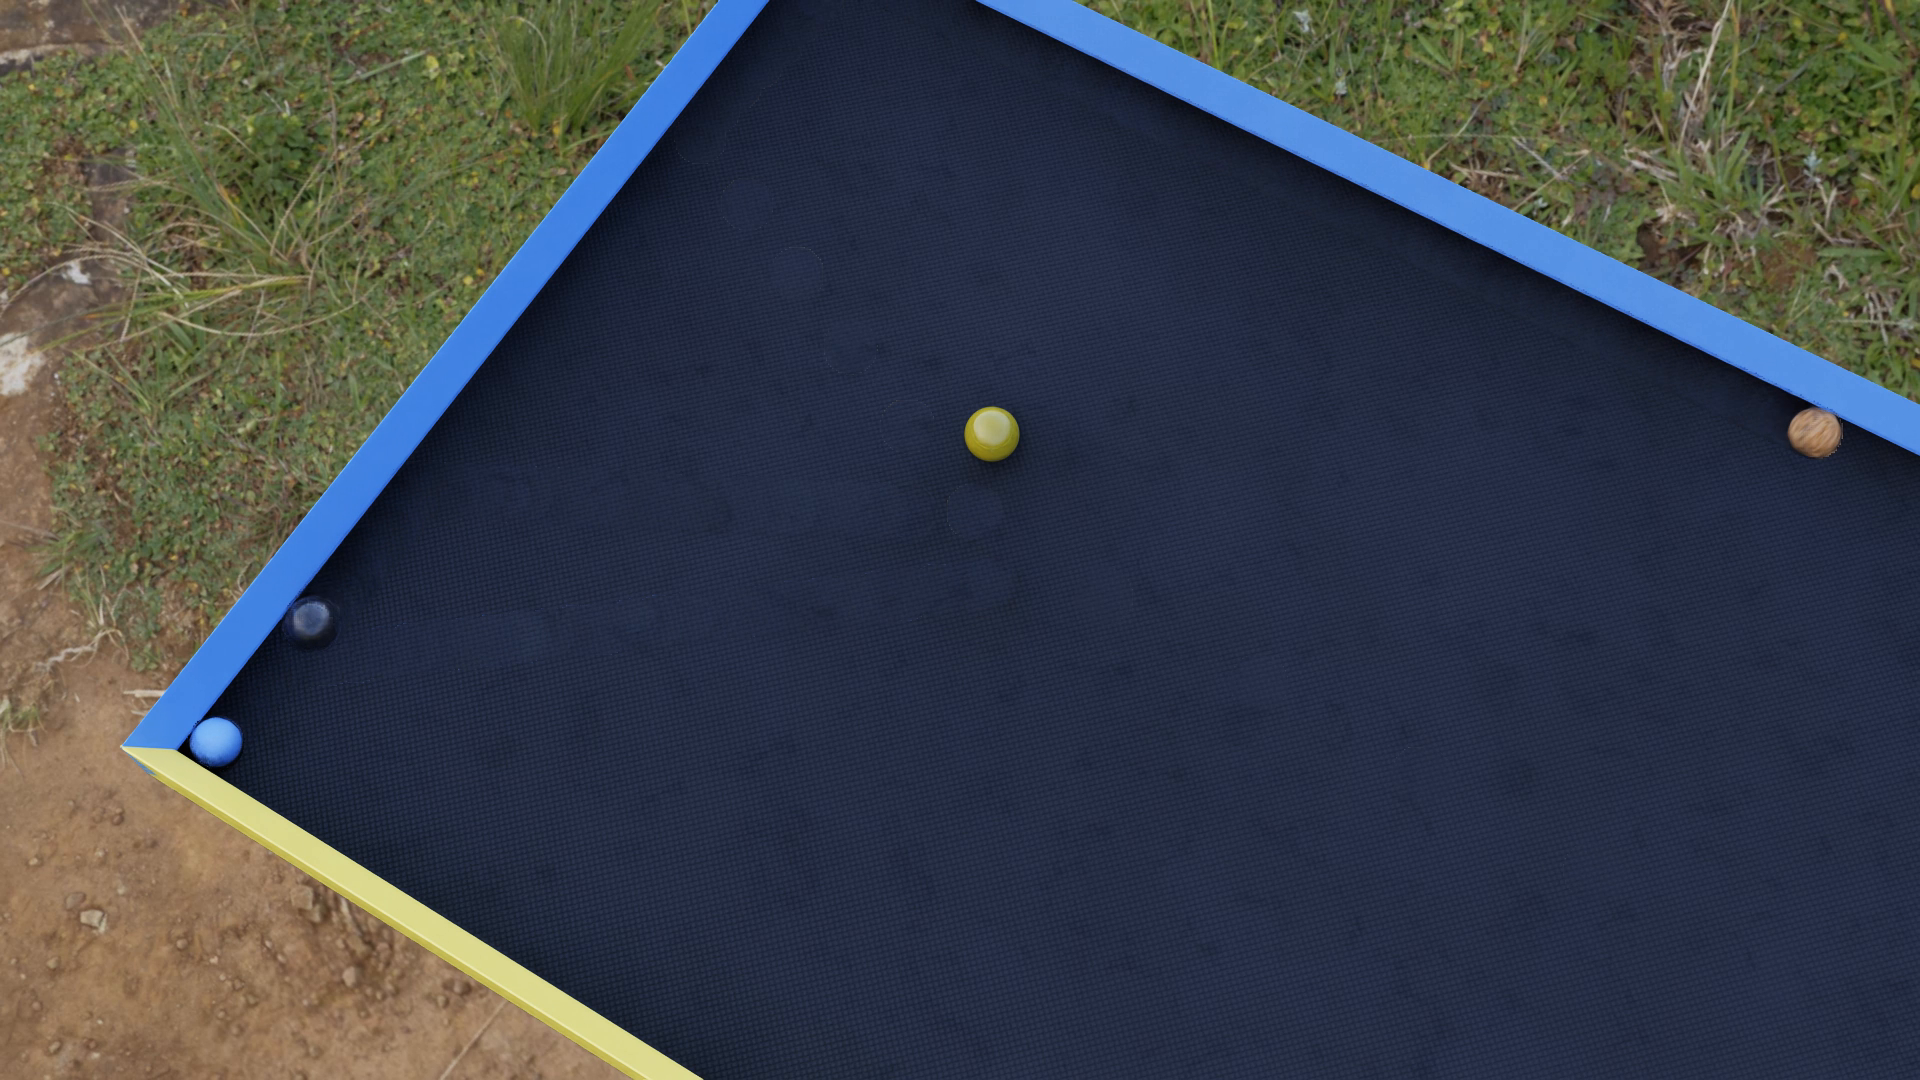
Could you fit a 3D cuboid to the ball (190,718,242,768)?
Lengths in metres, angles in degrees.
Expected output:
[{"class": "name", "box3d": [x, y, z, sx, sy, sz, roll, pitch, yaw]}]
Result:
[{"class": "ball", "box3d": [-1.155, 0.314, 3.412, 0.077, 0.077, 0.077, 0, 65, 0]}]

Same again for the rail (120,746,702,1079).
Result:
[{"class": "rail", "box3d": [0.275, 1.154, 3.001, 3.574, 0.119, 0.045, 29, 68, 12]}]

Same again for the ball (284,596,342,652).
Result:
[{"class": "ball", "box3d": [-1.027, 0.133, 3.489, 0.089, 0.089, 0.089, 0, 65, 0]}]

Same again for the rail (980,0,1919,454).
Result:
[{"class": "rail", "box3d": [1.258, -0.334, 3.686, 3.574, 0.119, 0.045, 29, 68, 12]}]

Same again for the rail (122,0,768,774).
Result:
[{"class": "rail", "box3d": [-0.746, -0.414, 3.723, 0.045, 0.119, 1.958, 29, 68, 12]}]

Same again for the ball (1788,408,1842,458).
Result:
[{"class": "ball", "box3d": [1.413, -0.178, 3.636, 0.082, 0.082, 0.082, 0, 65, 0]}]

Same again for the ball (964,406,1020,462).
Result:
[{"class": "ball", "box3d": [0.053, -0.175, 3.629, 0.092, 0.092, 0.092, 0, 65, 0]}]
